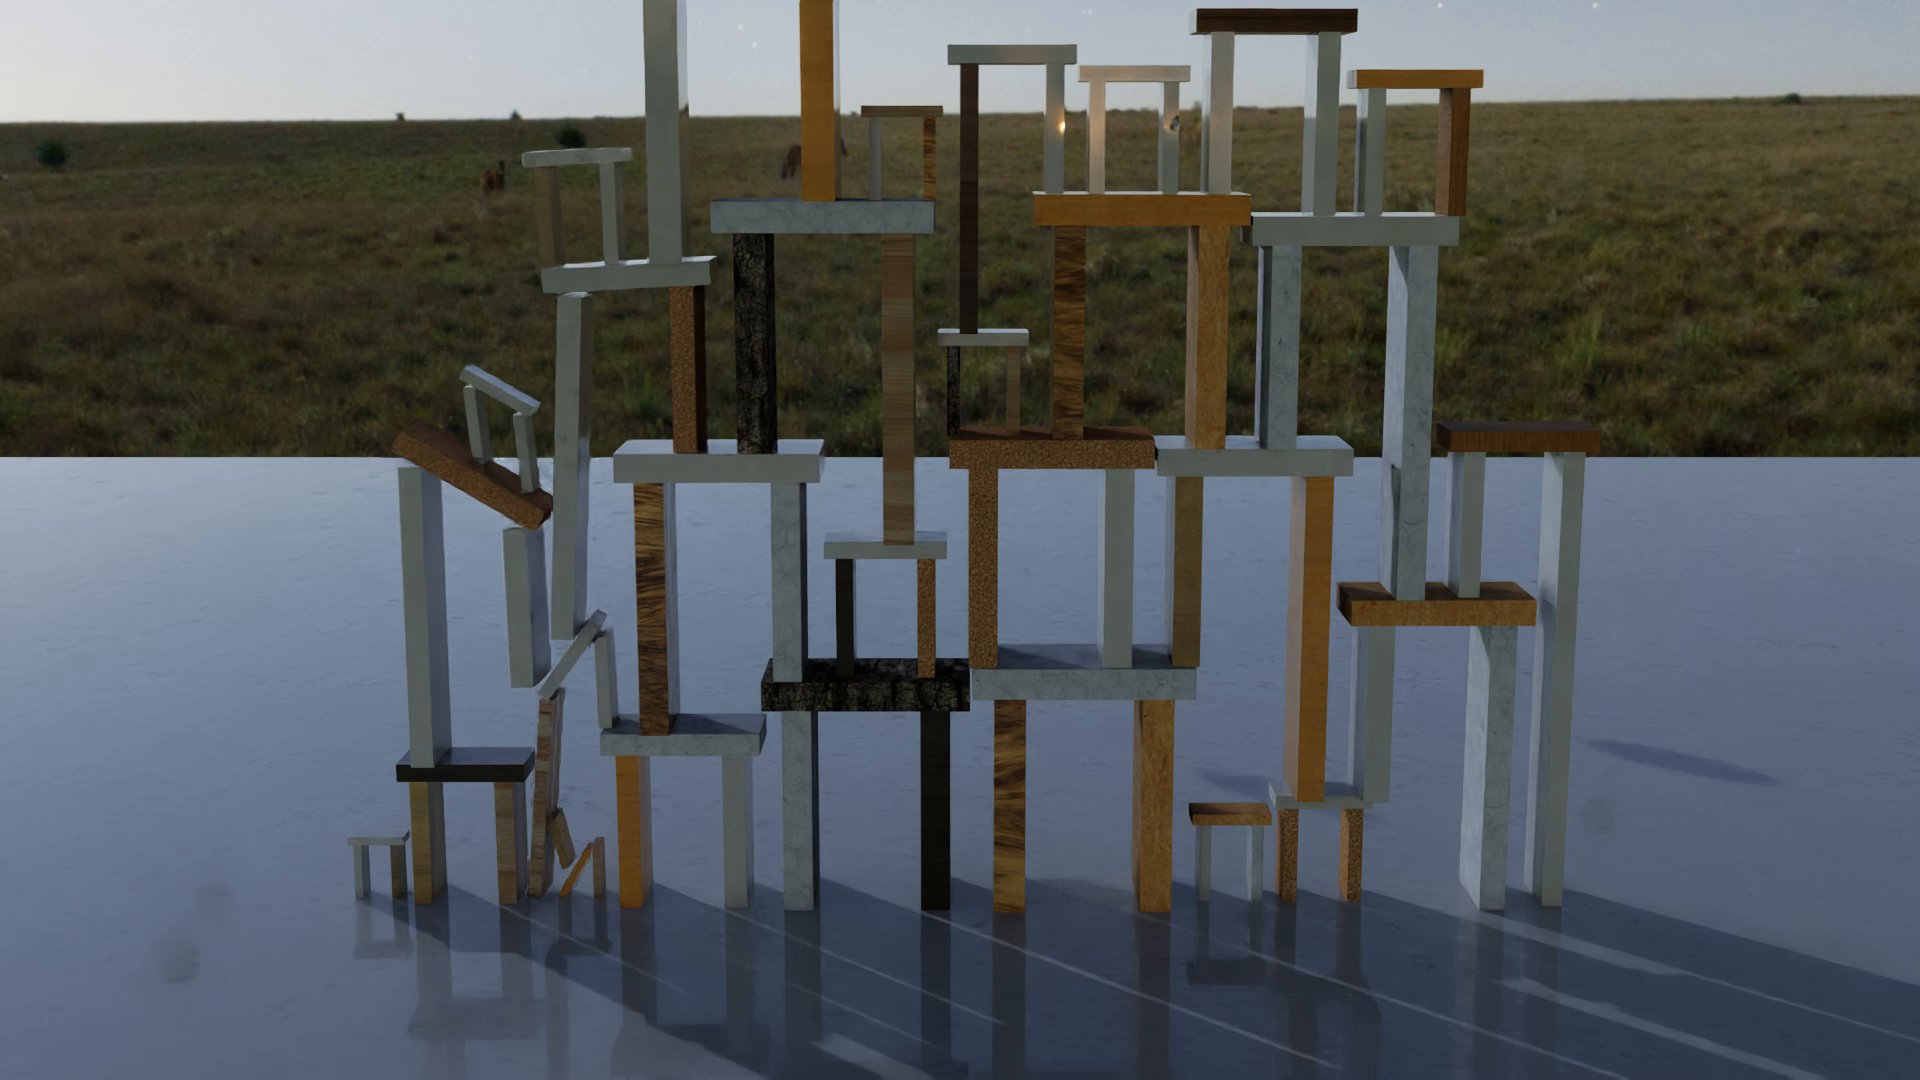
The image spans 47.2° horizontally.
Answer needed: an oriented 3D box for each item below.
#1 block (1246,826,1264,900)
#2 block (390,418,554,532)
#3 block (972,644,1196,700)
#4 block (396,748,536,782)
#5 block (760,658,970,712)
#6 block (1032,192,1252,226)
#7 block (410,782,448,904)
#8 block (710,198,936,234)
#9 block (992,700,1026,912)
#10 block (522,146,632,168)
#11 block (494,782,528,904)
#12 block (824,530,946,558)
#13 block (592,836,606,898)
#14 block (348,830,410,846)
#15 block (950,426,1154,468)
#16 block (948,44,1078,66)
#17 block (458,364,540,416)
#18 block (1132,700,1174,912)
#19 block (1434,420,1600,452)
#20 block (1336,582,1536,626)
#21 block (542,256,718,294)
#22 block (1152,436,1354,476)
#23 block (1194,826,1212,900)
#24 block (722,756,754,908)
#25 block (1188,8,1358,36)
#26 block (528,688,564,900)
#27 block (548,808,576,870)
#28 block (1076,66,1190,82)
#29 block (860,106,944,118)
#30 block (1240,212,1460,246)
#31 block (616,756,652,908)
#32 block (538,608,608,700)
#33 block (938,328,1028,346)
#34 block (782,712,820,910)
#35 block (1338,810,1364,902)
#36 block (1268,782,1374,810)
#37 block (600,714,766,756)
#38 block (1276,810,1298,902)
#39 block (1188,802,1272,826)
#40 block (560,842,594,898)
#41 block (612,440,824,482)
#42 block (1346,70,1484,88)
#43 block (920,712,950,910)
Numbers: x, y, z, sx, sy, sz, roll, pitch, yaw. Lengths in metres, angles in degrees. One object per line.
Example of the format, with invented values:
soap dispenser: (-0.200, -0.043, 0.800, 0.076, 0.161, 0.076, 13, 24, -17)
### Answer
block: (0.490, 0.526, 3.657, 0.018, 0.130, 0.065, 0, 11, 0)
block: (-0.779, -0.105, 3.538, 0.260, 0.037, 0.130, 31, 9, -6)
block: (0.199, 0.215, 3.598, 0.356, 0.050, 0.178, 0, 11, 0)
block: (-0.814, 0.370, 3.632, 0.208, 0.029, 0.104, 0, 11, 0)
block: (-0.152, 0.237, 3.608, 0.335, 0.047, 0.167, 0, 11, 0)
block: (0.282, -0.523, 3.467, 0.333, 0.047, 0.167, 0, 11, 0)
block: (-0.883, 0.487, 3.653, 0.029, 0.208, 0.104, 0, 11, 0)
block: (-0.212, -0.513, 3.470, 0.344, 0.049, 0.172, 0, 11, 0)
block: (0.080, 0.415, 3.635, 0.050, 0.356, 0.178, 0, 11, 0)
block: (-0.599, -0.600, 3.448, 0.157, 0.022, 0.078, -3, 10, 3)
block: (-0.744, 0.487, 3.653, 0.029, 0.208, 0.104, 0, 11, 0)
block: (-0.120, 0.008, 3.561, 0.196, 0.028, 0.098, 0, 11, 0)
block: (-0.601, 0.545, 3.665, 0.013, 0.090, 0.045, 0, 11, 0)
block: (-0.965, 0.493, 3.651, 0.092, 0.013, 0.046, 0, 11, 0)
block: (0.144, -0.149, 3.529, 0.322, 0.046, 0.161, 0, 11, 0)
block: (0.080, -0.753, 3.415, 0.198, 0.028, 0.099, 0, 11, 0)
block: (-0.736, -0.240, 3.515, 0.125, 0.018, 0.063, 30, 9, -5)
block: (0.318, 0.415, 3.635, 0.050, 0.356, 0.178, 0, 11, 0)
block: (0.892, -0.166, 3.528, 0.236, 0.033, 0.118, 0, 11, 0)
block: (0.771, 0.103, 3.574, 0.293, 0.042, 0.147, 0, 11, 0)
block: (-0.520, -0.420, 3.478, 0.261, 0.037, 0.130, -3, 11, 0)
block: (0.465, -0.136, 3.537, 0.309, 0.044, 0.154, 0, 11, 0)
block: (0.404, 0.526, 3.657, 0.018, 0.130, 0.065, 0, 11, 0)
block: (-0.367, 0.464, 3.641, 0.036, 0.257, 0.129, 0, 11, 0)
block: (0.483, -0.802, 3.406, 0.245, 0.035, 0.122, 0, 11, 0)
block: (-0.685, 0.419, 3.641, 0.022, 0.344, 0.076, 7, 13, 4)
block: (-0.661, 0.496, 3.656, 0.013, 0.090, 0.045, -10, 15, 9)
block: (0.269, -0.726, 3.426, 0.171, 0.024, 0.086, 0, 11, 0)
block: (-0.090, -0.669, 3.435, 0.127, 0.018, 0.063, 0, 11, 0)
block: (0.611, -0.491, 3.468, 0.318, 0.045, 0.159, 0, 11, 0)
block: (-0.539, 0.464, 3.642, 0.036, 0.257, 0.129, 0, 11, 0)
block: (-0.631, 0.185, 3.587, 0.022, 0.153, 0.076, 35, 10, -8)
block: (0.037, -0.323, 3.504, 0.143, 0.020, 0.072, 0, 11, 0)
block: (-0.263, 0.425, 3.642, 0.047, 0.335, 0.167, 0, 11, 0)
block: (0.650, 0.512, 3.655, 0.023, 0.159, 0.080, 0, 11, 0)
block: (0.597, 0.422, 3.638, 0.159, 0.023, 0.080, 0, 11, 0)
block: (-0.452, 0.320, 3.615, 0.257, 0.036, 0.129, 0, 11, 0)
block: (0.543, 0.512, 3.655, 0.023, 0.159, 0.080, 0, 11, 0)
block: (0.447, 0.454, 3.643, 0.130, 0.018, 0.065, 0, 11, 0)
block: (-0.637, 0.548, 3.666, 0.013, 0.090, 0.045, 30, 9, -5)
block: (-0.384, -0.128, 3.538, 0.324, 0.046, 0.162, 0, 11, -1)
block: (0.706, -0.717, 3.422, 0.194, 0.028, 0.097, 0, 11, 0)
block: (-0.040, 0.425, 3.642, 0.047, 0.335, 0.167, 0, 11, 0)
